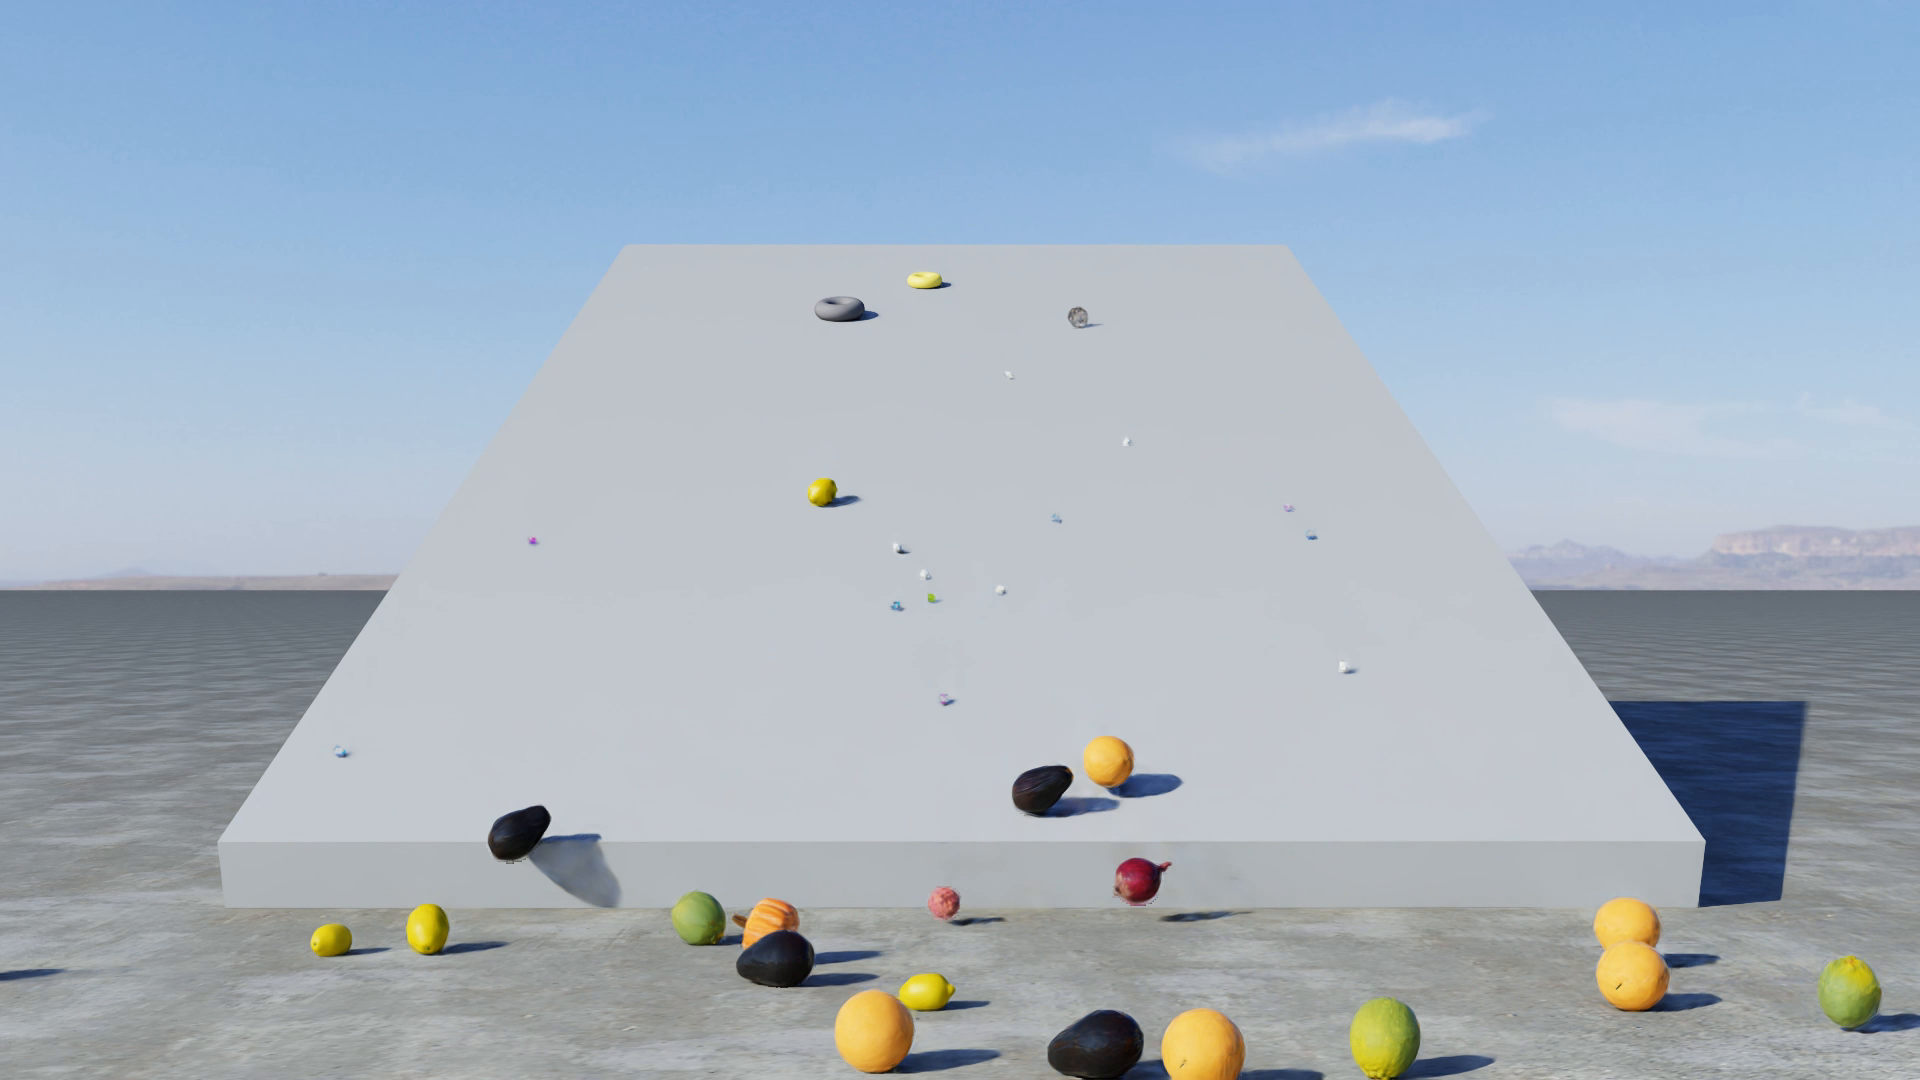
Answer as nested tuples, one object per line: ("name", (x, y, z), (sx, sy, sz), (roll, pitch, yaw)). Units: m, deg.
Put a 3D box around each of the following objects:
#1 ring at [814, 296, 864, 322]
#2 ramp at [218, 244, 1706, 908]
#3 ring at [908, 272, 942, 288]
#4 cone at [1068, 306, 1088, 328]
("ring", (-0.316, -0.606, 5.902), (0.133, 0.044, 0.133), (-1, 20, 0))
("ramp", (-0.004, -0.197, 4.933), (2.000, 0.100, 4.000), (0, 19, 0))
("ring", (-0.098, -0.722, 6.258), (0.098, 0.033, 0.098), (-1, 18, 0))
("cone", (0.297, -0.568, 5.820), (0.057, 0.057, 0.057), (0, -11, -14))
